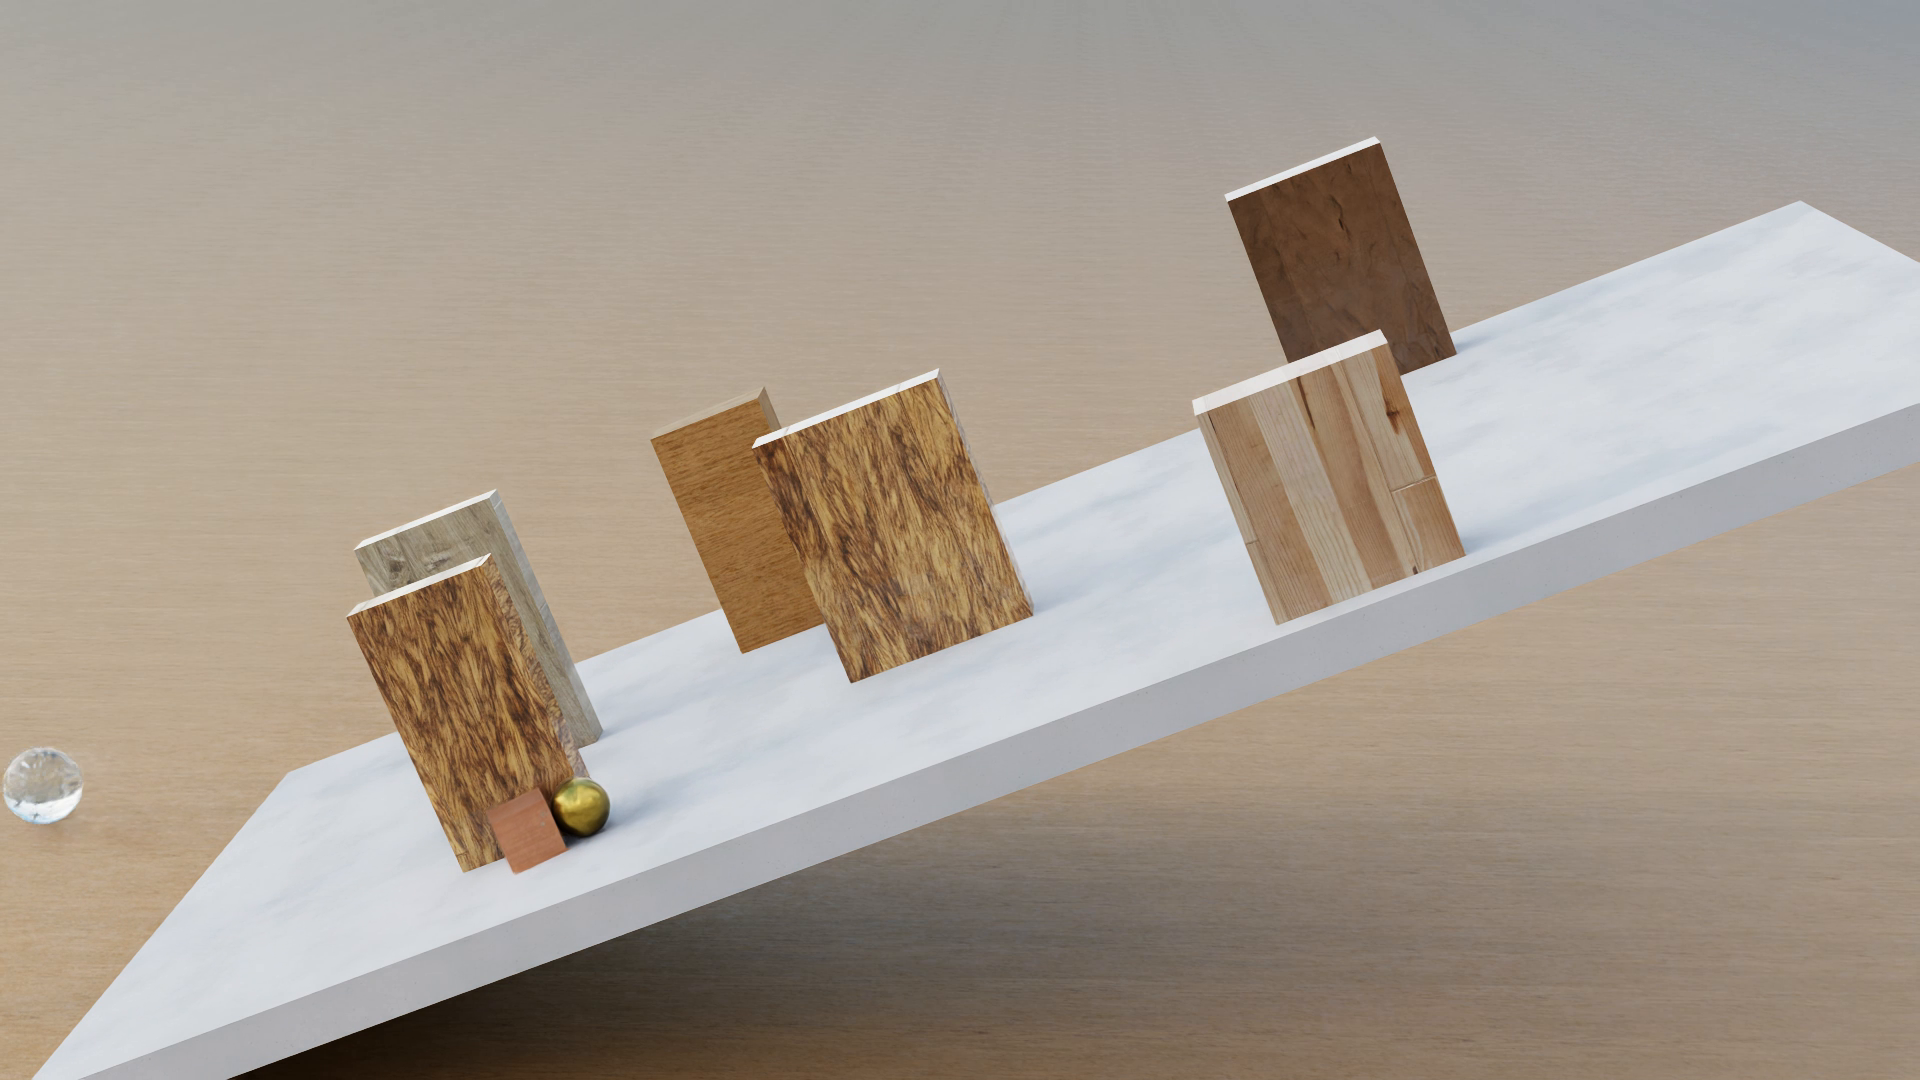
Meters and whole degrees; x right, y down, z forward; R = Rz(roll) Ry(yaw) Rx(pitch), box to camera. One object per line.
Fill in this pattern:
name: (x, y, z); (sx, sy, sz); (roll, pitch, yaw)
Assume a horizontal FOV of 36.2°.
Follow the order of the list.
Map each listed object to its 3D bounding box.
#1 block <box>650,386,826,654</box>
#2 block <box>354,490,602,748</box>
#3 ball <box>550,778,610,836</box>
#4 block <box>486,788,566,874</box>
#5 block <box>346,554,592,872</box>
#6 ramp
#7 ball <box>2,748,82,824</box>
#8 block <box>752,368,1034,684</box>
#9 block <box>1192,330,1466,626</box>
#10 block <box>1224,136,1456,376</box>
block: (-0.477, -0.045, 6.774); (0.264, 0.541, 0.144); (-21, 12, 7)
block: (-1.062, 0.224, 6.507); (0.325, 0.595, 0.086); (-21, 12, 7)
ball: (-0.745, 0.525, 5.777); (0.116, 0.116, 0.116); (0, 14, 0)
block: (-0.851, 0.571, 5.770); (0.113, 0.113, 0.113); (-24, 12, -10)
block: (-0.961, 0.346, 5.851); (0.292, 0.569, 0.096); (-21, 12, 7)
ramp: (0.122, 0.174, 6.291); (4.000, 0.100, 2.000); (-21, 12, 7)
ball: (-2.303, 0.617, 7.385); (0.193, 0.193, 0.193); (0, 14, 0)
block: (-0.135, -0.027, 6.091); (0.408, 0.537, 0.101); (-21, 12, 7)
block: (0.666, -0.113, 5.325); (0.363, 0.416, 0.141); (-21, 12, 7)
block: (0.891, -0.622, 6.889); (0.373, 0.530, 0.127); (-21, 12, 7)
